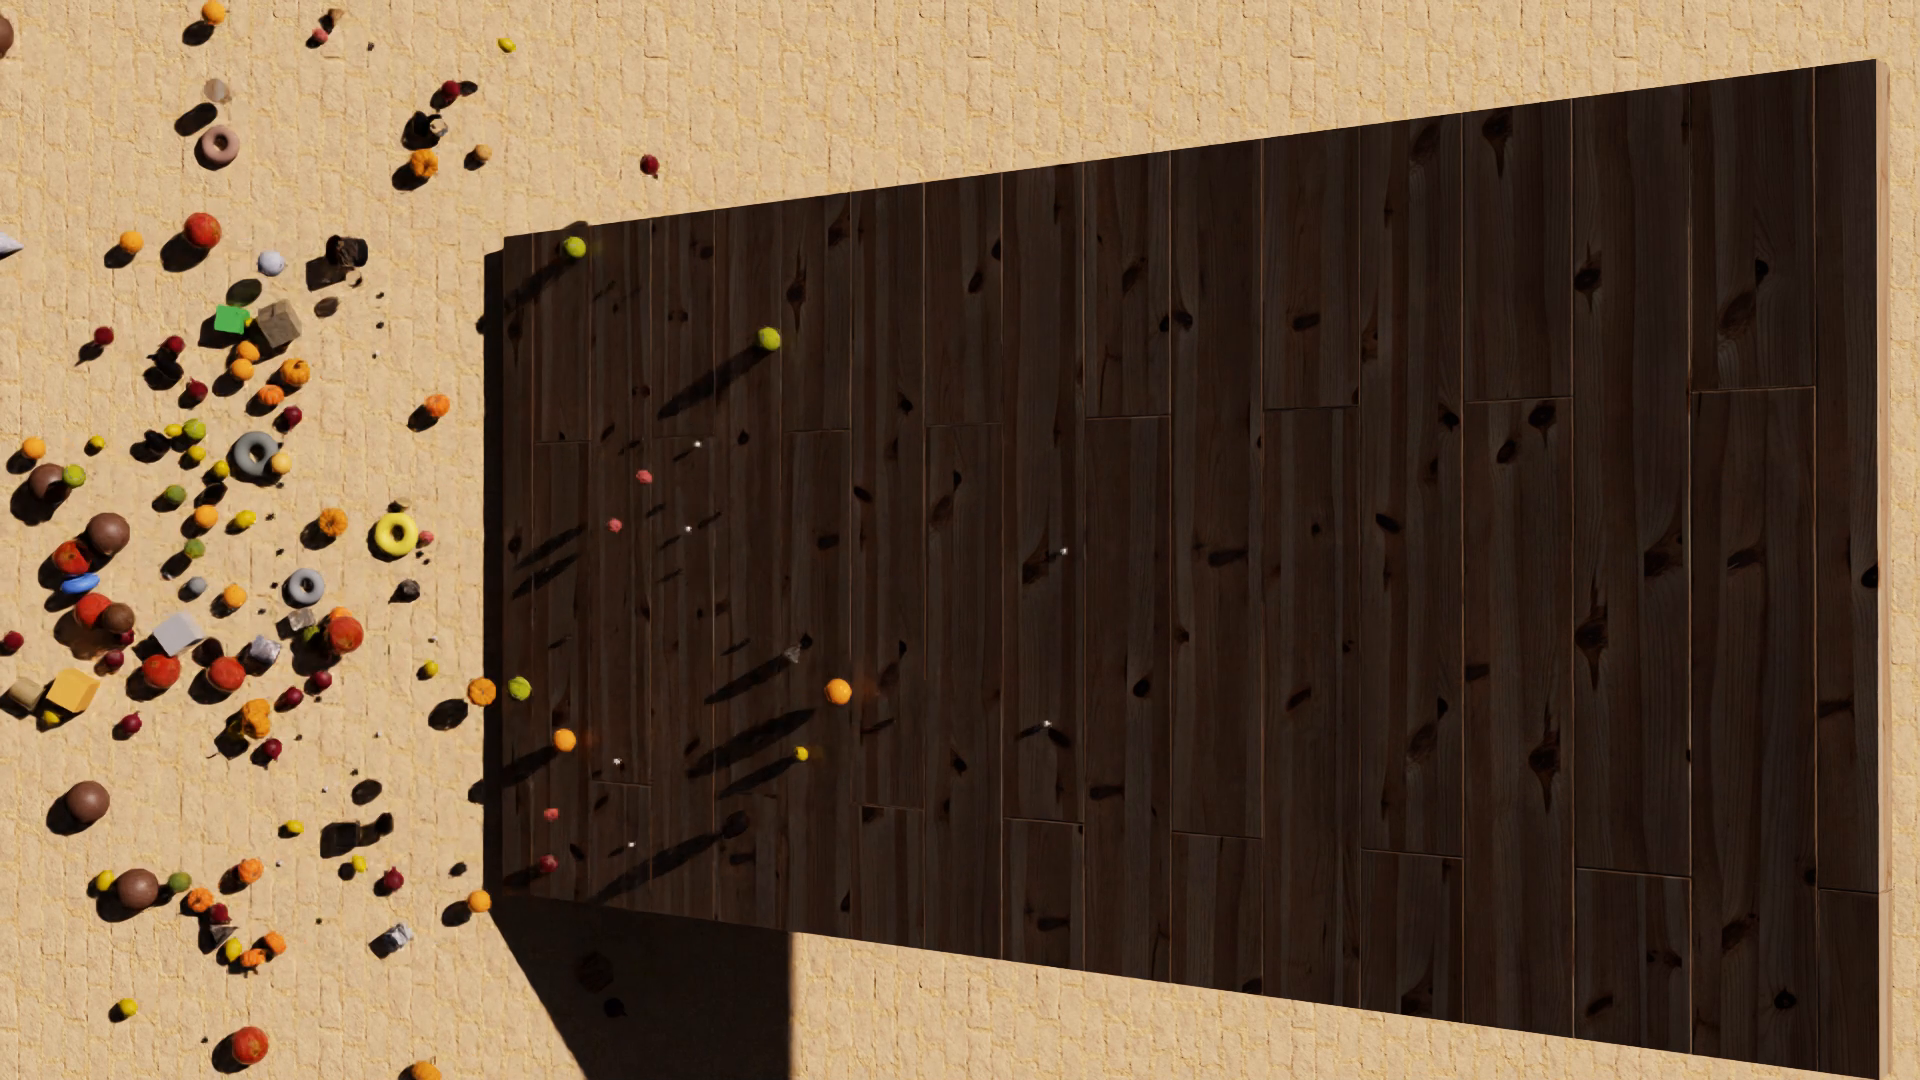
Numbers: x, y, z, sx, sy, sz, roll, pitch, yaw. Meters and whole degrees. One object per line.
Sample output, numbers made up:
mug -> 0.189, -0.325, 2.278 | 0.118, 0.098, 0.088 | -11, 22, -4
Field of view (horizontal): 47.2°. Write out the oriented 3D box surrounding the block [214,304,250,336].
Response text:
block -> -2.238, -0.676, 6.761 | 0.077, 0.077, 0.077 | 9, 90, 0

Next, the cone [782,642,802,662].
cone -> -0.445, 0.296, 5.967 | 0.053, 0.053, 0.053 | 40, 96, 0

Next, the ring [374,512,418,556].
ring -> -1.736, -0.018, 6.771 | 0.138, 0.046, 0.138 | 0, 90, 4

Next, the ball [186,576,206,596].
ball -> -2.347, 0.140, 6.764 | 0.059, 0.059, 0.059 | 0, 90, 0

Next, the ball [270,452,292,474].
ball -> -2.082, -0.234, 6.739 | 0.068, 0.068, 0.068 | 0, 90, 0

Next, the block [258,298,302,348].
block -> -2.084, -0.665, 6.734 | 0.094, 0.094, 0.094 | -23, 124, 0

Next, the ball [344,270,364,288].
ball -> -1.838, -0.793, 6.675 | 0.056, 0.056, 0.056 | 0, 90, 0

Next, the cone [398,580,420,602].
cone -> -1.703, 0.157, 6.758 | 0.070, 0.070, 0.070 | 0, 90, 0

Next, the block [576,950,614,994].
block -> -1.116, 1.322, 6.726 | 0.078, 0.078, 0.078 | -36, 127, 8

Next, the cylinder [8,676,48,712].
cylinder -> -2.861, 0.471, 6.751 | 0.080, 0.080, 0.080 | 32, 90, 0

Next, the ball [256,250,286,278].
ball -> -2.090, -0.839, 6.672 | 0.082, 0.082, 0.082 | 0, 90, 0

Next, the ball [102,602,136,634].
ball -> -2.548, 0.238, 6.658 | 0.097, 0.097, 0.097 | 0, 90, 0

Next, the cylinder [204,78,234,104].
cylinder -> -2.258, -1.366, 6.695 | 0.068, 0.068, 0.068 | 0, 93, 0

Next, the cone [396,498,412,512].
cone -> -1.721, -0.096, 6.780 | 0.052, 0.052, 0.052 | 27, 114, 0

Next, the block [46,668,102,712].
block -> -2.717, 0.460, 6.743 | 0.097, 0.097, 0.097 | 29, 90, 0

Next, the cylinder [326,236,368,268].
cylinder -> -1.874, -0.881, 6.722 | 0.091, 0.091, 0.091 | 1, 91, 36

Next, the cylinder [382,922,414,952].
cylinder -> -1.723, 1.217, 6.739 | 0.065, 0.065, 0.065 | 14, 121, 24

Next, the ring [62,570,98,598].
ring -> -2.695, 0.134, 6.735 | 0.116, 0.116, 0.039 | -24, 119, 0

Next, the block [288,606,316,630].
block -> -2.025, 0.242, 6.764 | 0.058, 0.058, 0.058 | -19, 90, 0

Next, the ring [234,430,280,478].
ring -> -2.168, -0.265, 6.773 | 0.144, 0.048, 0.144 | 0, 90, 1

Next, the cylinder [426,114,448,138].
cylinder -> -1.603, -1.271, 6.744 | 0.052, 0.052, 0.052 | -2, 67, 6

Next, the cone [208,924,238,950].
cone -> -2.260, 1.207, 6.767 | 0.083, 0.083, 0.083 | -18, 90, -26

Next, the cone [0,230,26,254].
cone -> -2.931, -0.910, 6.779 | 0.100, 0.100, 0.100 | 8, 90, -27

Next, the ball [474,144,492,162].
ball -> -1.471, -1.193, 6.775 | 0.056, 0.056, 0.056 | 0, 90, 0

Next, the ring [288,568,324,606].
ring -> -2.014, 0.144, 6.774 | 0.116, 0.039, 0.116 | 0, 93, 2

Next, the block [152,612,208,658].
block -> -2.393, 0.288, 6.743 | 0.099, 0.099, 0.099 | -36, 90, 0

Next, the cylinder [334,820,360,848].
cylinder -> -1.883, 0.900, 6.750 | 0.077, 0.077, 0.077 | 2, 90, 0

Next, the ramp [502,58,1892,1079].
ramp -> 0.231, 0.065, 5.549 | 4.000, 0.100, 2.000 | 0, 89, 37

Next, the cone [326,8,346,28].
cone -> -1.925, -1.605, 6.776 | 0.056, 0.056, 0.056 | 4, 88, 0

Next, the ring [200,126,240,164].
ring -> -2.283, -1.219, 6.783 | 0.122, 0.041, 0.122 | 0, 90, 2
